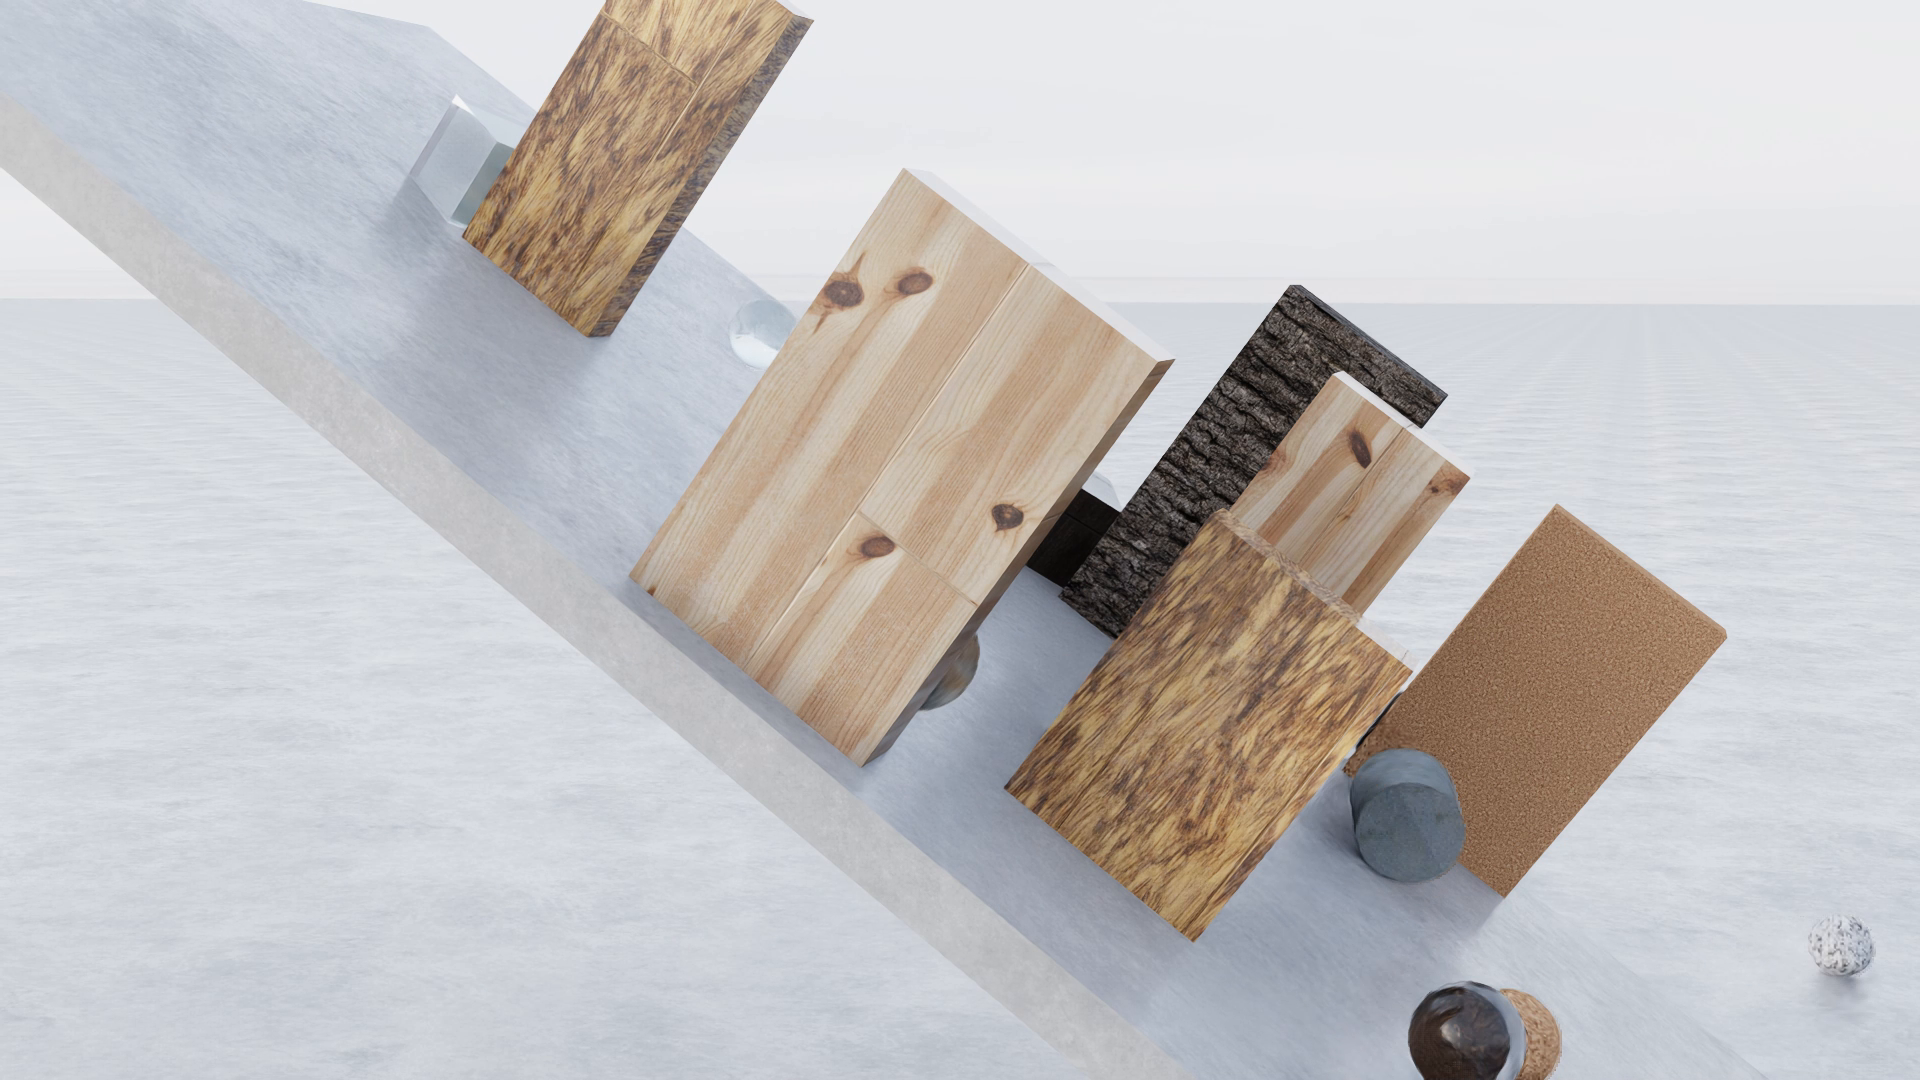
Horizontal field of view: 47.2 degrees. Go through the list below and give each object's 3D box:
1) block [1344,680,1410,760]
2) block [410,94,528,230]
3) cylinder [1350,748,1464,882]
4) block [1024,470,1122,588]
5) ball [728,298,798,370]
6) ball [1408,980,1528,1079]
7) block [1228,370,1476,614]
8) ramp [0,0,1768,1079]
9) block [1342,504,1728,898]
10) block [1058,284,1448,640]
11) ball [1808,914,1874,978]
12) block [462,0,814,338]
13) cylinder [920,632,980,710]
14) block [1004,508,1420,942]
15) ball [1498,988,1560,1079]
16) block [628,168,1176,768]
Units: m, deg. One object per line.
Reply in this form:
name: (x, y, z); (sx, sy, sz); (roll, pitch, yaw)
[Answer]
block: (0.855, 0.345, 4.842); (0.195, 0.195, 0.195); (44, 17, 29)
block: (-0.904, -0.706, 4.231); (0.184, 0.184, 0.184); (17, 24, -50)
cylinder: (0.872, 0.536, 4.303); (0.203, 0.203, 0.203); (1, 14, 7)
block: (0.191, -0.061, 4.618); (0.202, 0.202, 0.202); (31, 16, -16)
ball: (-0.403, -0.425, 4.533); (0.147, 0.147, 0.147); (0, 7, 0)
ball: (0.798, 0.787, 3.461); (0.183, 0.183, 0.183); (0, 7, 0)
block: (0.582, 0.084, 4.005); (0.299, 0.746, 0.146); (38, 16, 10)
ramp: (-0.069, 0.133, 4.072); (4.000, 0.100, 2.000); (38, 16, 10)
block: (1.199, 0.338, 4.619); (0.427, 0.714, 0.109); (38, 16, 10)
block: (0.585, -0.086, 4.430); (0.368, 0.786, 0.143); (38, 16, 10)
ball: (2.325, 1.071, 5.807); (0.163, 0.163, 0.163); (0, 7, 0)
block: (-0.597, -0.752, 4.037); (0.315, 0.706, 0.099); (38, 16, 10)
cylinder: (-0.081, 0.156, 3.378); (0.175, 0.175, 0.175); (3, -17, 22)
block: (0.382, 0.284, 3.377); (0.376, 0.544, 0.105); (38, 16, 10)
ball: (0.900, 0.821, 3.610); (0.165, 0.165, 0.165); (0, 7, 0)
block: (-0.092, -0.101, 3.161); (0.448, 0.728, 0.126); (38, 16, 10)
